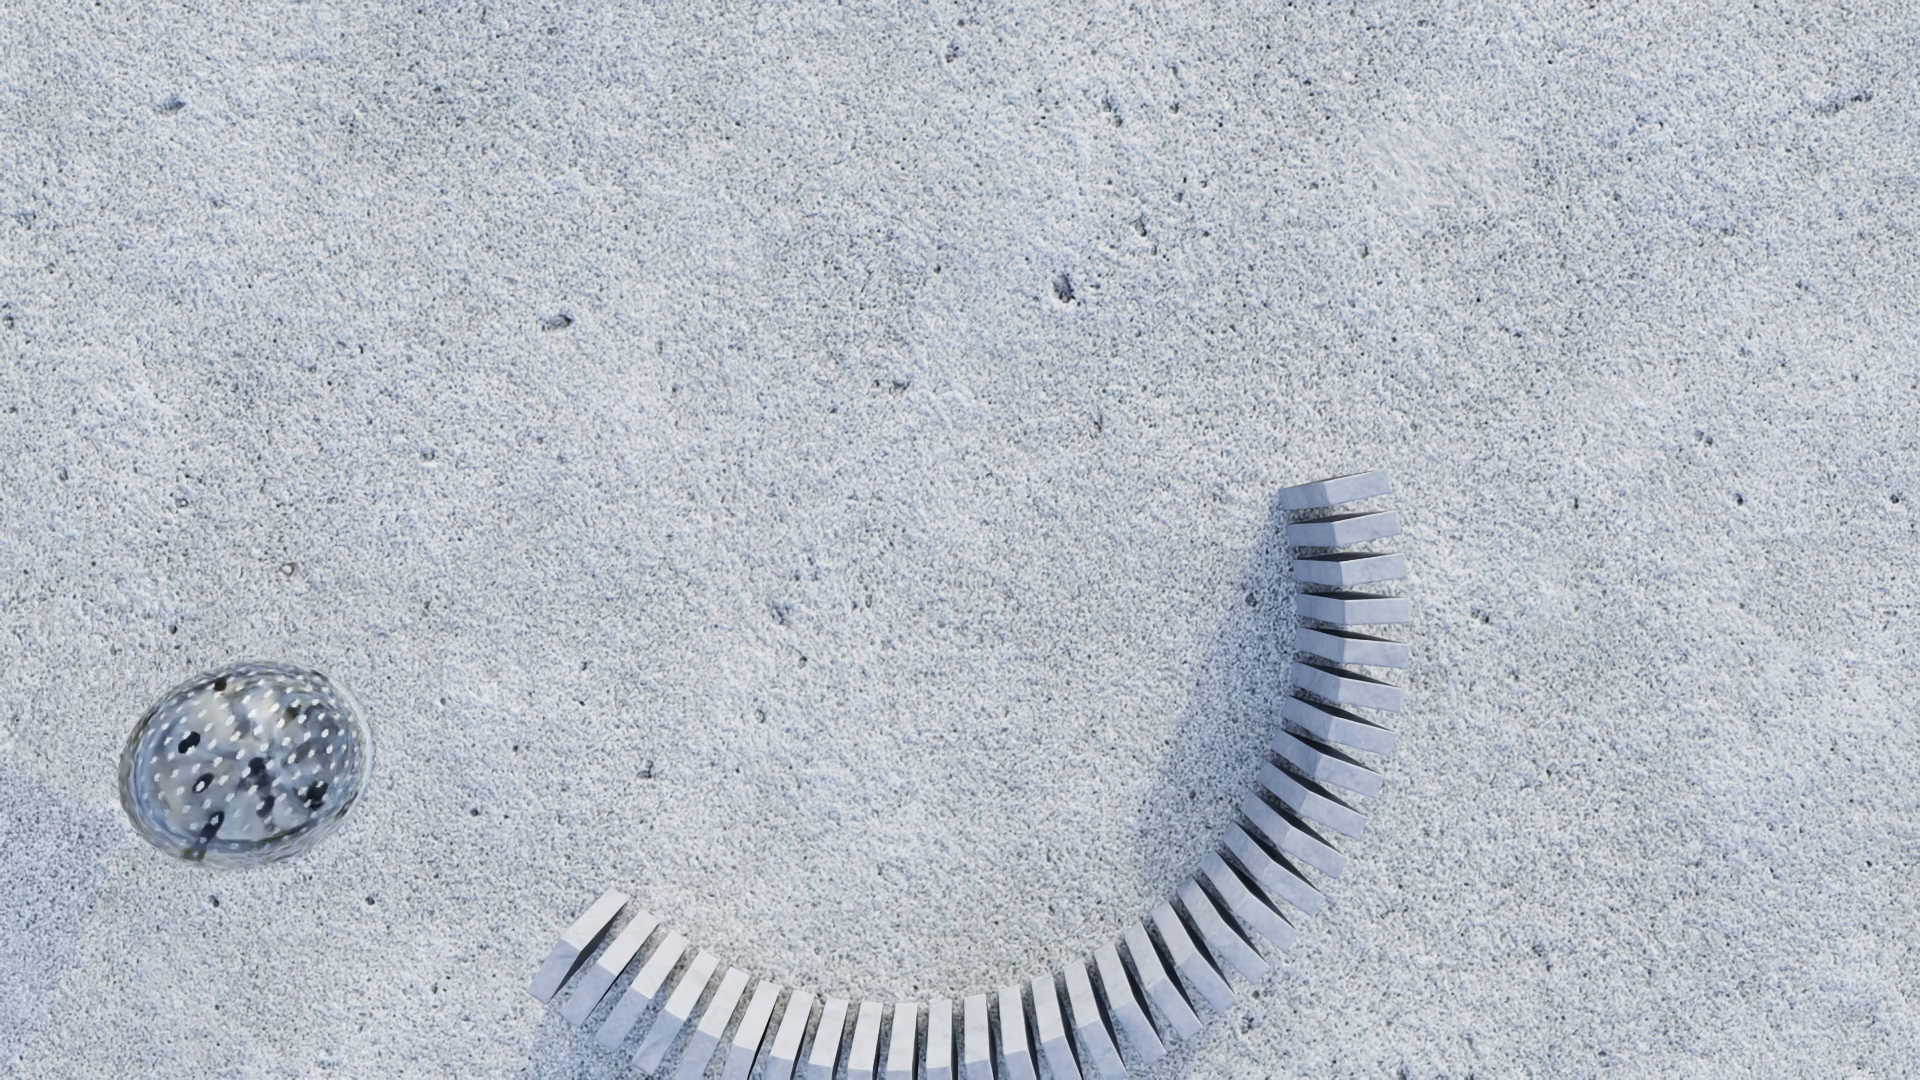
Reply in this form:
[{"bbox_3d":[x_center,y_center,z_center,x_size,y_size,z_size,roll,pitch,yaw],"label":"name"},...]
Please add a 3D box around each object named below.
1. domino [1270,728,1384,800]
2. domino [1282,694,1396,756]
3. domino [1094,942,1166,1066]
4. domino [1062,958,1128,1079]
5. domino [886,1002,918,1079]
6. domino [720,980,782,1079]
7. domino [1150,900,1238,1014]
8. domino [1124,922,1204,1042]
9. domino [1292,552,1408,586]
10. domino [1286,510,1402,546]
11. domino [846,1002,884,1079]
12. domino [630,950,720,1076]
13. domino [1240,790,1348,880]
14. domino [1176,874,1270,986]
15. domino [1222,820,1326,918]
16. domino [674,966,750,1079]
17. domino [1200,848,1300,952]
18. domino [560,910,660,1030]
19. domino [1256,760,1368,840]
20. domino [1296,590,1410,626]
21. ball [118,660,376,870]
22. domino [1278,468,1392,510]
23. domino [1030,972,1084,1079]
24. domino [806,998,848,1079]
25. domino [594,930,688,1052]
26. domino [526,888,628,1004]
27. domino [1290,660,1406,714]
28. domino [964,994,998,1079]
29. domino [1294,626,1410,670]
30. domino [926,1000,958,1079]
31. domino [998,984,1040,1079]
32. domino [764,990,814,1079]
[{"bbox_3d":[0.149,0.091,0.375,0.025,0.050,0.009,19,90,0],"label":"domino"},{"bbox_3d":[0.154,0.075,0.375,0.025,0.050,0.009,15,90,0],"label":"domino"},{"bbox_3d":[0.069,0.188,0.375,0.009,0.050,0.025,-31,90,0],"label":"domino"},{"bbox_3d":[0.055,0.196,0.375,0.010,0.050,0.025,-26,90,0],"label":"domino"},{"bbox_3d":[-0.023,0.215,0.375,0.009,0.050,0.025,-2,90,0],"label":"domino"},{"bbox_3d":[-0.086,0.205,0.375,0.010,0.050,0.025,18,90,0],"label":"domino"},{"bbox_3d":[0.095,0.169,0.375,0.010,0.050,0.025,-41,90,0],"label":"domino"},{"bbox_3d":[0.082,0.179,0.375,0.010,0.050,0.025,-36,90,0],"label":"domino"},{"bbox_3d":[0.158,0.011,0.375,0.025,0.050,0.009,-8,90,0],"label":"domino"},{"bbox_3d":[0.155,-0.004,0.375,0.025,0.050,0.009,-11,90,0],"label":"domino"},{"bbox_3d":[-0.039,0.214,0.375,0.010,0.050,0.025,4,90,0],"label":"domino"},{"bbox_3d":[-0.115,0.192,0.375,0.009,0.050,0.025,31,90,0],"label":"domino"},{"bbox_3d":[0.135,0.120,0.375,0.025,0.050,0.009,30,90,0],"label":"domino"},{"bbox_3d":[0.106,0.158,0.375,0.025,0.050,0.010,44,90,0],"label":"domino"},{"bbox_3d":[0.127,0.133,0.375,0.025,0.050,0.009,34,90,0],"label":"domino"},{"bbox_3d":[-0.101,0.200,0.375,0.010,0.050,0.025,25,90,0],"label":"domino"},{"bbox_3d":[0.117,0.146,0.375,0.025,0.050,0.009,39,90,0],"label":"domino"},{"bbox_3d":[-0.142,0.174,0.375,0.009,0.050,0.025,36,90,0],"label":"domino"},{"bbox_3d":[0.143,0.105,0.375,0.025,0.050,0.010,25,90,0],"label":"domino"},{"bbox_3d":[0.160,0.027,0.375,0.025,0.050,0.010,-2,90,0],"label":"domino"},{"bbox_3d":[-0.277,0.087,0.360,0.080,0.080,0.080,0,90,0],"label":"ball"},{"bbox_3d":[0.152,-0.020,0.375,0.025,0.050,0.010,-12,90,0],"label":"domino"},{"bbox_3d":[0.040,0.202,0.375,0.010,0.050,0.025,-21,90,0],"label":"domino"},{"bbox_3d":[-0.055,0.213,0.375,0.009,0.050,0.025,8,90,0],"label":"domino"},{"bbox_3d":[-0.129,0.183,0.375,0.009,0.050,0.025,34,90,0],"label":"domino"},{"bbox_3d":[-0.155,0.165,0.375,0.010,0.050,0.025,33,90,0],"label":"domino"},{"bbox_3d":[0.157,0.059,0.375,0.025,0.050,0.010,10,90,0],"label":"domino"},{"bbox_3d":[0.009,0.211,0.375,0.009,0.050,0.025,-11,90,0],"label":"domino"},{"bbox_3d":[0.159,0.044,0.375,0.025,0.050,0.009,5,90,0],"label":"domino"},{"bbox_3d":[-0.007,0.214,0.375,0.010,0.050,0.025,-7,90,0],"label":"domino"},{"bbox_3d":[0.025,0.207,0.375,0.010,0.050,0.025,-16,90,0],"label":"domino"},{"bbox_3d":[-0.071,0.210,0.375,0.010,0.050,0.025,13,90,0],"label":"domino"}]
